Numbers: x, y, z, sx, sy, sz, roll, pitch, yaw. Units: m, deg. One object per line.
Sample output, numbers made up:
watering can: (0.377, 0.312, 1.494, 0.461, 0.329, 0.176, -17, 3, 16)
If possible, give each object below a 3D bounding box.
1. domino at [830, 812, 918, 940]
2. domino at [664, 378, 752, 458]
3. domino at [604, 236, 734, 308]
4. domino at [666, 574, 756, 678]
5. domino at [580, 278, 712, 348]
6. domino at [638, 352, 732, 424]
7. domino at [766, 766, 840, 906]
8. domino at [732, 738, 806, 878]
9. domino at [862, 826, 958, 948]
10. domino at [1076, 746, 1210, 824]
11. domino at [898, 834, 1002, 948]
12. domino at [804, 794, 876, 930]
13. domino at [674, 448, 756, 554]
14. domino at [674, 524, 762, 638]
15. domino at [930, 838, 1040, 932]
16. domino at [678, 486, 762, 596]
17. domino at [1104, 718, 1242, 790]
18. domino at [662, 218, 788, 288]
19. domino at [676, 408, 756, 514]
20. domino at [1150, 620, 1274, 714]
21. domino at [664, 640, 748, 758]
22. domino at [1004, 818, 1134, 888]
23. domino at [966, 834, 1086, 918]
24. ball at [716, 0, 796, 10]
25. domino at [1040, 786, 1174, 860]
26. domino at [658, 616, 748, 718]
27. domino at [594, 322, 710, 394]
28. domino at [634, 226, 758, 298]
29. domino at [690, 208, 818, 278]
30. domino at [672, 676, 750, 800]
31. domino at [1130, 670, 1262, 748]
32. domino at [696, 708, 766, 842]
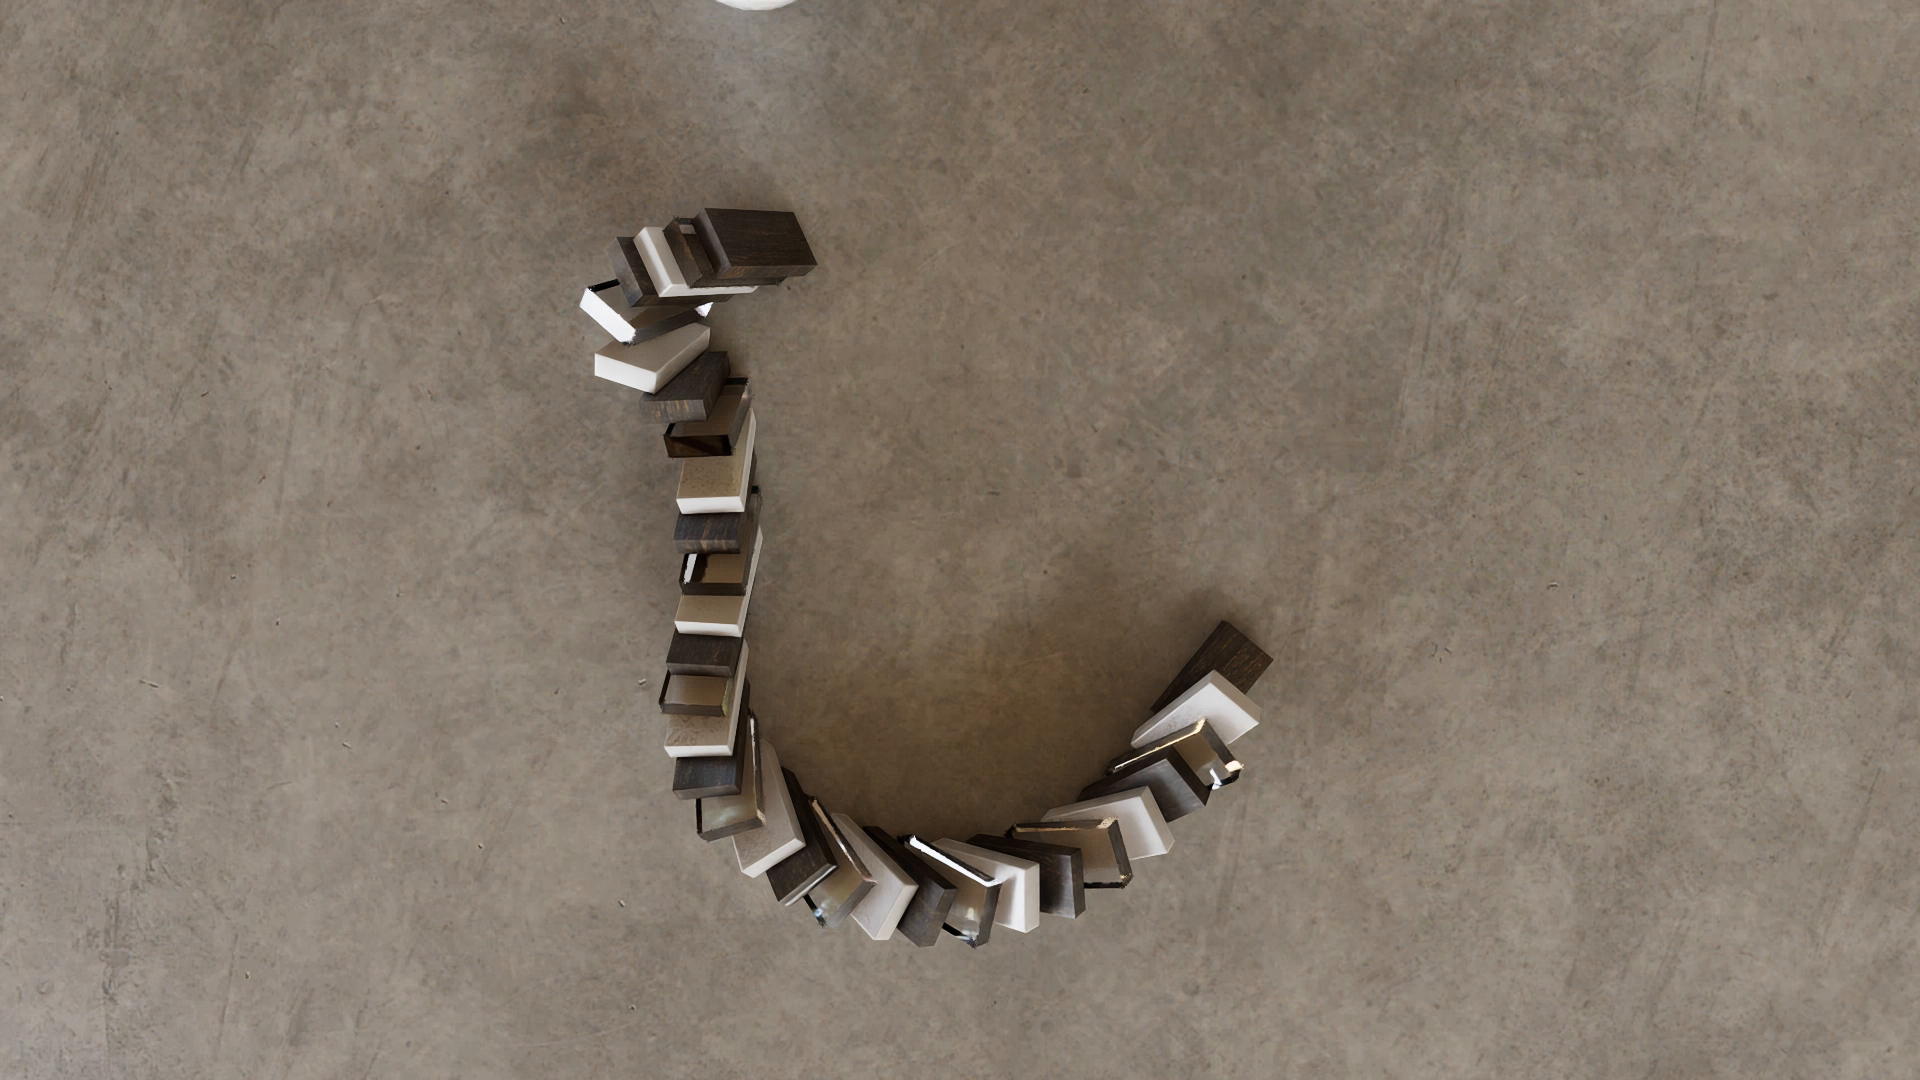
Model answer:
domino: (-0.042, 0.139, 0.380, 0.050, 0.009, 0.025, 30, 90, 40)
domino: (-0.103, -0.051, 0.377, 0.025, 0.050, 0.010, -2, 126, 0)
domino: (-0.118, -0.111, 0.377, 0.009, 0.050, 0.025, -25, 90, 37)
domino: (-0.103, 0.032, 0.381, 0.025, 0.010, 0.050, 3, 52, 0)
domino: (-0.128, -0.097, 0.377, 0.025, 0.050, 0.009, 41, 125, 0)
domino: (-0.112, -0.063, 0.377, 0.025, 0.050, 0.009, -2, 123, 0)
domino: (-0.072, 0.122, 0.380, 0.025, 0.009, 0.050, -39, 51, 0)
domino: (-0.084, 0.110, 0.380, 0.025, 0.009, 0.050, -32, 50, 0)
domino: (-0.026, 0.143, 0.380, 0.050, 0.009, 0.025, 23, 90, 40)
domino: (0.076, 0.107, 0.382, 0.050, 0.009, 0.025, -38, 91, 35)
domino: (-0.008, 0.144, 0.380, 0.050, 0.010, 0.025, 14, 92, 39)
domino: (-0.058, 0.133, 0.380, 0.025, 0.010, 0.050, -49, 50, 0)
domino: (-0.101, -0.017, 0.381, 0.025, 0.010, 0.050, 0, 54, 0)
domino: (-0.100, 0.016, 0.381, 0.025, 0.009, 0.050, 3, 53, 0)
domino: (0.010, 0.142, 0.381, 0.050, 0.009, 0.025, 0, 90, 39)
domino: (-0.099, 0.000, 0.381, 0.025, 0.010, 0.050, 1, 54, -1)
domino: (0.088, 0.096, 0.381, 0.050, 0.010, 0.025, -35, 93, 35)
domino: (-0.095, -0.118, 0.377, 0.009, 0.050, 0.025, -25, 90, 37)
domino: (-0.101, -0.034, 0.381, 0.025, 0.009, 0.050, -2, 53, 0)
domino: (0.108, 0.062, 0.395, 0.025, 0.010, 0.050, 39, 90, 0)
domino: (-0.104, 0.065, 0.381, 0.025, 0.009, 0.050, -1, 51, 1)
domino: (0.045, 0.131, 0.382, 0.050, 0.009, 0.025, -16, 90, 35)
domino: (0.027, 0.139, 0.382, 0.050, 0.009, 0.025, -4, 90, 34)
ball: (-0.084, -0.254, 0.360, 0.080, 0.080, 0.080, 0, 90, 0)
domino: (0.061, 0.121, 0.382, 0.050, 0.010, 0.025, -26, 90, 34)
domino: (-0.106, 0.048, 0.381, 0.025, 0.009, 0.050, 3, 52, 0)
domino: (-0.125, -0.078, 0.377, 0.025, 0.050, 0.009, 18, 125, 1)
domino: (-0.106, -0.115, 0.377, 0.009, 0.050, 0.025, -25, 90, 37)
domino: (-0.083, -0.122, 0.377, 0.010, 0.050, 0.025, -25, 90, 37)
domino: (-0.102, 0.081, 0.380, 0.025, 0.010, 0.050, -6, 51, 1)
domino: (0.097, 0.078, 0.380, 0.025, 0.009, 0.050, 40, 126, 0)
domino: (-0.096, 0.097, 0.380, 0.025, 0.009, 0.050, -16, 51, 1)
